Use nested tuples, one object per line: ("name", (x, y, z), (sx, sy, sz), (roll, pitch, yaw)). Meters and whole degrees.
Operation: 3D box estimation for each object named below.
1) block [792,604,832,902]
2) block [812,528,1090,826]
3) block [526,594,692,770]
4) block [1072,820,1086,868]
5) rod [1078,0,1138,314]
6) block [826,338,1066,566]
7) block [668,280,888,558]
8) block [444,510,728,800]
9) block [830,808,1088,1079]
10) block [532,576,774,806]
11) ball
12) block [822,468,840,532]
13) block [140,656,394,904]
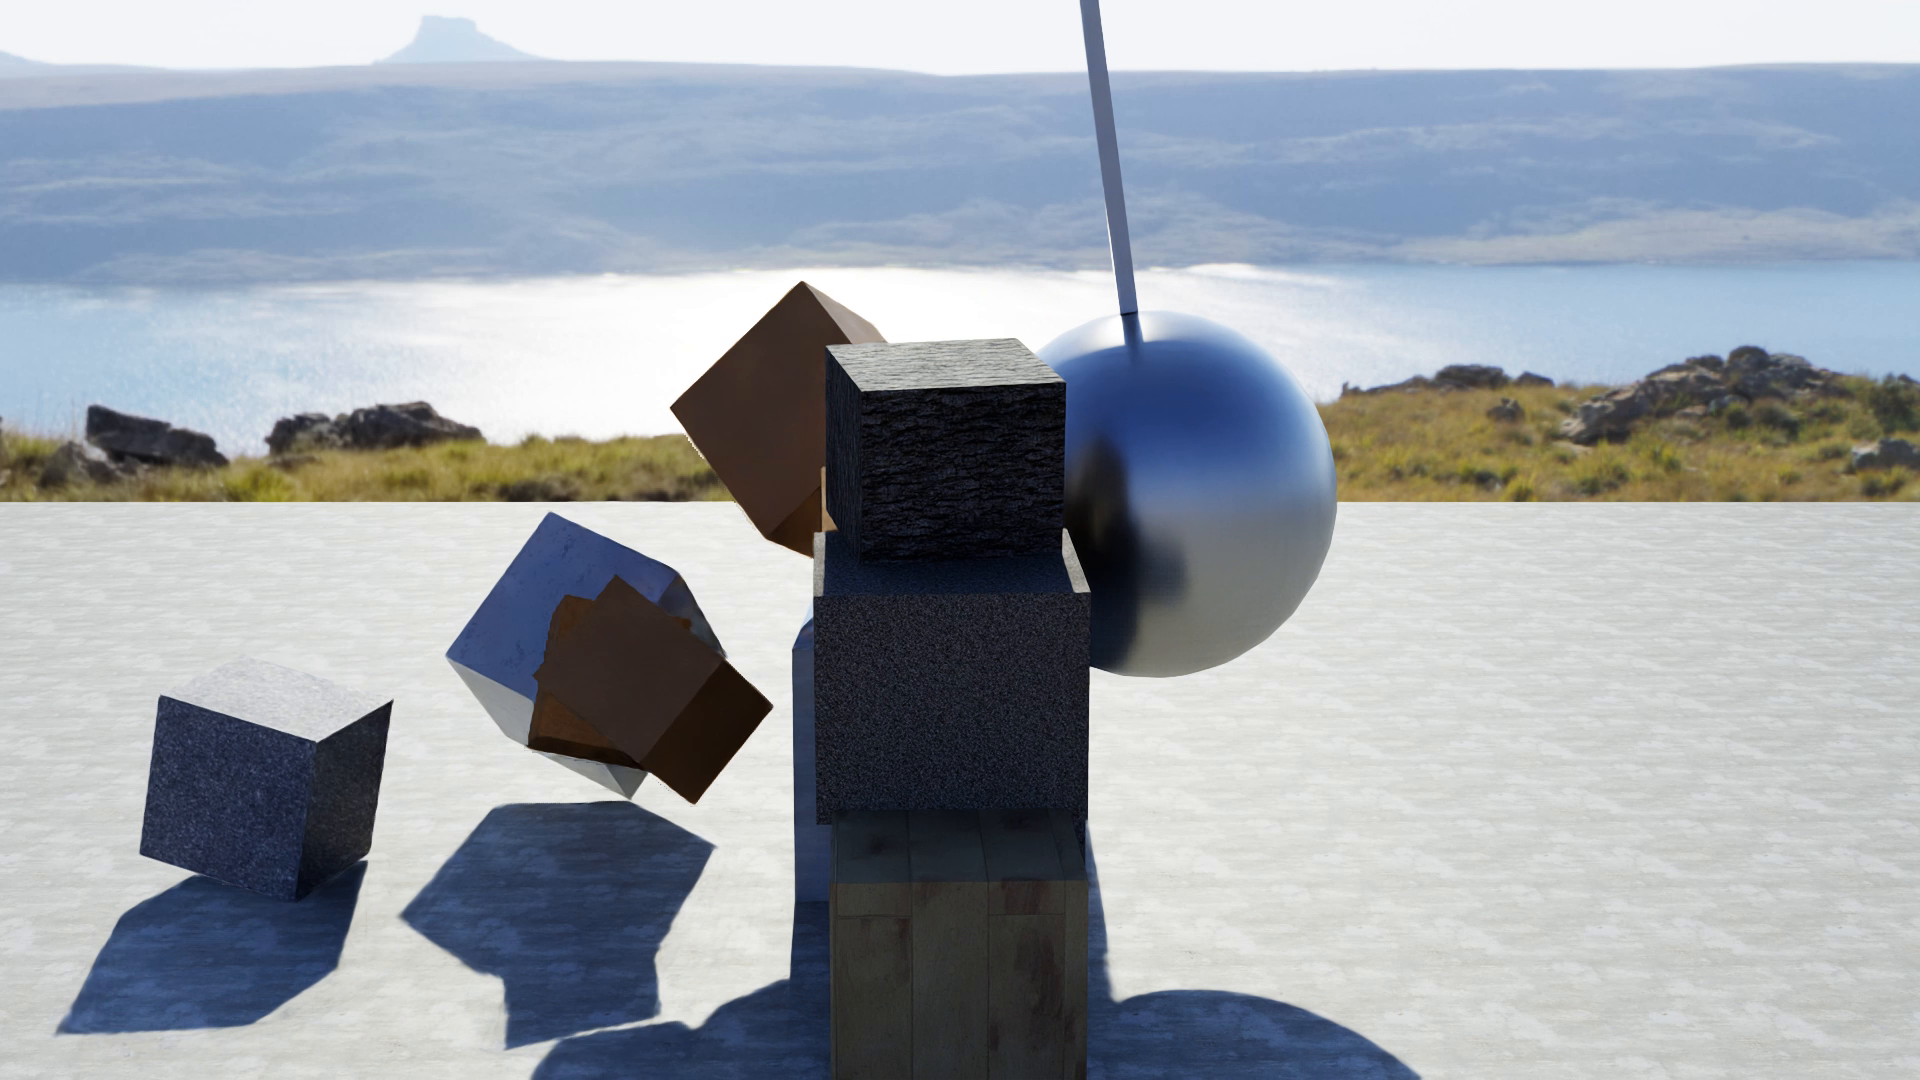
("block", (-0.196, 0.906, 11.481), (0.996, 1.109, 1.146), (0, 10, 2))
("block", (-0.051, 0.488, 9.544), (0.976, 0.849, 0.924), (-1, 14, -3))
("block", (-1.592, 0.655, 11.614), (0.575, 0.637, 0.526), (12, -14, -13))
("block", (0.013, 1.354, 9.713), (0.881, 0.861, 0.807), (0, 10, 0))
("rod", (0.362, -3.512, 10.542), (0.080, 5.200, 0.080), (-8, 10, 1))
("block", (-0.069, -0.347, 9.689), (0.758, 0.659, 0.741), (-3, 18, -13))
("block", (-0.654, -0.529, 12.045), (0.852, 0.873, 0.754), (52, 12, 24))
("block", (-1.803, 0.567, 12.498), (0.792, 0.880, 0.873), (23, -23, 24))
("block", (-0.019, 1.486, 8.852), (0.846, 0.909, 0.837), (0, 10, -2))
("block", (-1.237, 0.616, 10.420), (0.615, 0.526, 0.636), (35, -8, 24))
("ball", (0.835, -0.200, 11.144), (1.600, 1.600, 1.600), (0, 10, 0))
("block", (-0.220, 0.214, 10.379), (0.651, 0.826, 0.698), (-2, 25, -3))
("block", (-3.046, 1.039, 11.294), (0.753, 0.750, 0.687), (15, 15, 12))
